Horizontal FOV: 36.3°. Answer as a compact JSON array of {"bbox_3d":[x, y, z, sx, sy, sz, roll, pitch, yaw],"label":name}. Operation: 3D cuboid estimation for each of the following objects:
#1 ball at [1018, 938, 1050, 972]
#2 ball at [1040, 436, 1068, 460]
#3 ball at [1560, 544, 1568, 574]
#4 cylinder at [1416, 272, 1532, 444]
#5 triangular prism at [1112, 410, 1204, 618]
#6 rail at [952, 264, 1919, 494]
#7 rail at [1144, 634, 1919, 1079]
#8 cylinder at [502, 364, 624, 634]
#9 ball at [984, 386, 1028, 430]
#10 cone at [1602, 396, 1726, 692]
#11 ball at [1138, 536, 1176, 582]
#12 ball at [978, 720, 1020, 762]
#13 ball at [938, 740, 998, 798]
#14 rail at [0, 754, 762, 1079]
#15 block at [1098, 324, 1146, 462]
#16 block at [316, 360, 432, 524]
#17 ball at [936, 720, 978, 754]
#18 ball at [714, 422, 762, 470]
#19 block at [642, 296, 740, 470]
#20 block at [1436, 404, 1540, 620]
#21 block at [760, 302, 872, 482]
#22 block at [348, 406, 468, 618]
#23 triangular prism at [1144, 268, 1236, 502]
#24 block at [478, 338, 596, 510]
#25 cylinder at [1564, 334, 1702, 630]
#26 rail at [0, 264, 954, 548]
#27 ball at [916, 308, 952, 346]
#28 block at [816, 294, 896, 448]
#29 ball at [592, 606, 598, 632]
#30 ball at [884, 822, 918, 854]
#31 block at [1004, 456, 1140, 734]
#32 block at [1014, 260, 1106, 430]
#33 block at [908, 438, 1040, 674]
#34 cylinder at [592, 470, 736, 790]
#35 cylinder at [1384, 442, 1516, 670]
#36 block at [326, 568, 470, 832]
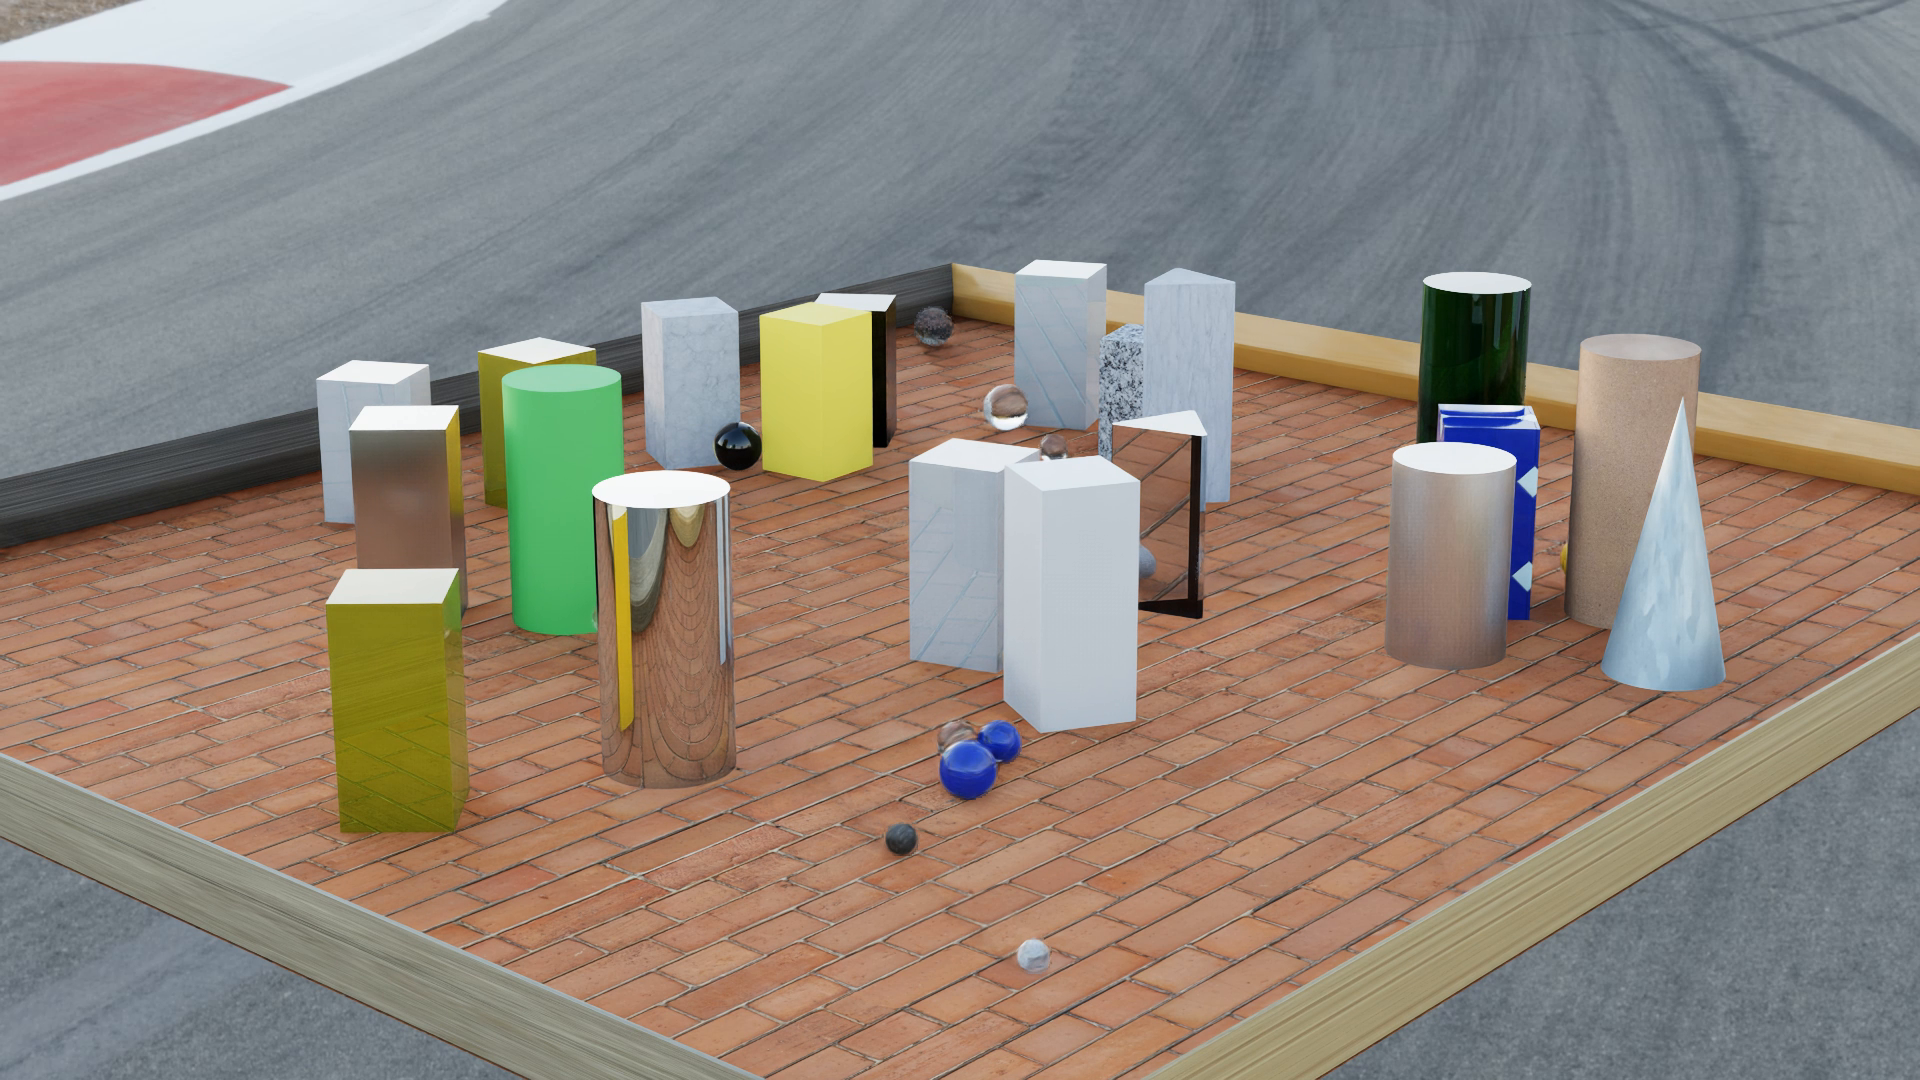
[{"bbox_3d":[0.092,0.518,3.660,0.042,0.042,0.042,0,17,0],"label":"ball"},{"bbox_3d":[0.191,-0.183,5.961,0.058,0.058,0.058,0,17,0],"label":"ball"},{"bbox_3d":[1.107,0.035,5.181,0.090,0.090,0.090,0,17,0],"label":"ball"},{"bbox_3d":[0.958,-0.255,5.495,0.198,0.463,0.198,0,17,0],"label":"cylinder"},{"bbox_3d":[0.369,-0.051,5.061,0.171,0.323,0.148,9,19,26],"label":"triangular prism"},{"bbox_3d":[1.107,-0.335,6.340,3.027,0.129,0.045,14,22,39],"label":"rail"},{"bbox_3d":[1.125,0.314,4.185,0.045,0.129,3.423,14,22,39],"label":"rail"},{"bbox_3d":[-0.665,-0.070,4.958,0.198,0.420,0.198,0,17,0],"label":"cylinder"},{"bbox_3d":[0.097,-0.280,6.218,0.095,0.095,0.095,0,17,0],"label":"ball"},{"bbox_3d":[1.139,-0.007,4.685,0.198,0.457,0.198,0,17,0],"label":"cone"},{"bbox_3d":[0.345,0.034,5.203,0.079,0.079,0.079,0,17,0],"label":"ball"},{"bbox_3d":[0.058,0.299,4.351,0.064,0.064,0.064,0,17,0],"label":"ball"},{"bbox_3d":[0.011,0.329,4.218,0.084,0.084,0.084,0,17,0],"label":"ball"},{"bbox_3d":[-1.107,0.400,3.900,3.027,0.129,0.045,14,22,39],"label":"rail"},{"bbox_3d":[0.385,-0.288,5.952,0.158,0.264,0.158,7,18,22],"label":"block"},{"bbox_3d":[-1.110,-0.185,5.584,0.158,0.278,0.158,4,17,13],"label":"block"},{"bbox_3d":[-0.004,0.299,4.356,0.061,0.061,0.061,0,17,0],"label":"ball"},{"bbox_3d":[-0.448,-0.189,5.909,0.099,0.099,0.099,0,17,0],"label":"ball"},{"bbox_3d":[-0.547,-0.321,5.974,0.158,0.313,0.158,-6,18,-20],"label":"block"},{"bbox_3d":[0.899,-0.049,5.033,0.158,0.336,0.158,1,17,5],"label":"block"},{"bbox_3d":[-0.288,-0.299,5.896,0.158,0.318,0.158,12,21,35],"label":"block"},{"bbox_3d":[-0.929,-0.035,4.956,0.158,0.354,0.158,0,17,-2],"label":"block"},{"bbox_3d":[0.431,-0.302,5.704,0.171,0.433,0.148,-2,17,-5],"label":"triangular prism"},{"bbox_3d":[-0.809,-0.218,5.652,0.158,0.302,0.158,14,21,38],"label":"block"},{"bbox_3d":[1.138,-0.099,4.971,0.198,0.468,0.198,0,17,0],"label":"cylinder"},{"bbox_3d":[-1.125,-0.250,6.055,0.045,0.129,3.423,14,22,39],"label":"rail"},{"bbox_3d":[-0.061,-0.508,6.984,0.089,0.089,0.089,0,17,0],"label":"ball"},{"bbox_3d":[-0.222,-0.355,6.129,0.158,0.290,0.158,2,17,6],"label":"block"},{"bbox_3d":[-0.566,0.127,4.875,0.090,0.090,0.090,0,17,0],"label":"ball"},{"bbox_3d":[-0.081,0.409,4.018,0.044,0.044,0.044,0,17,0],"label":"ball"},{"bbox_3d":[0.170,0.082,4.516,0.158,0.384,0.158,-6,18,-19],"label":"block"},{"bbox_3d":[0.215,-0.419,6.276,0.158,0.327,0.158,5,18,17],"label":"block"},{"bbox_3d":[0.024,0.024,4.790,0.158,0.337,0.158,8,19,25],"label":"block"},{"bbox_3d":[-0.431,0.130,4.287,0.198,0.424,0.198,0,17,0],"label":"cylinder"},{"bbox_3d":[0.802,0.025,4.800,0.198,0.330,0.198,0,17,0],"label":"cylinder"},{"bbox_3d":[-0.788,0.225,4.124,0.158,0.336,0.158,0,17,-1],"label":"block"}]
